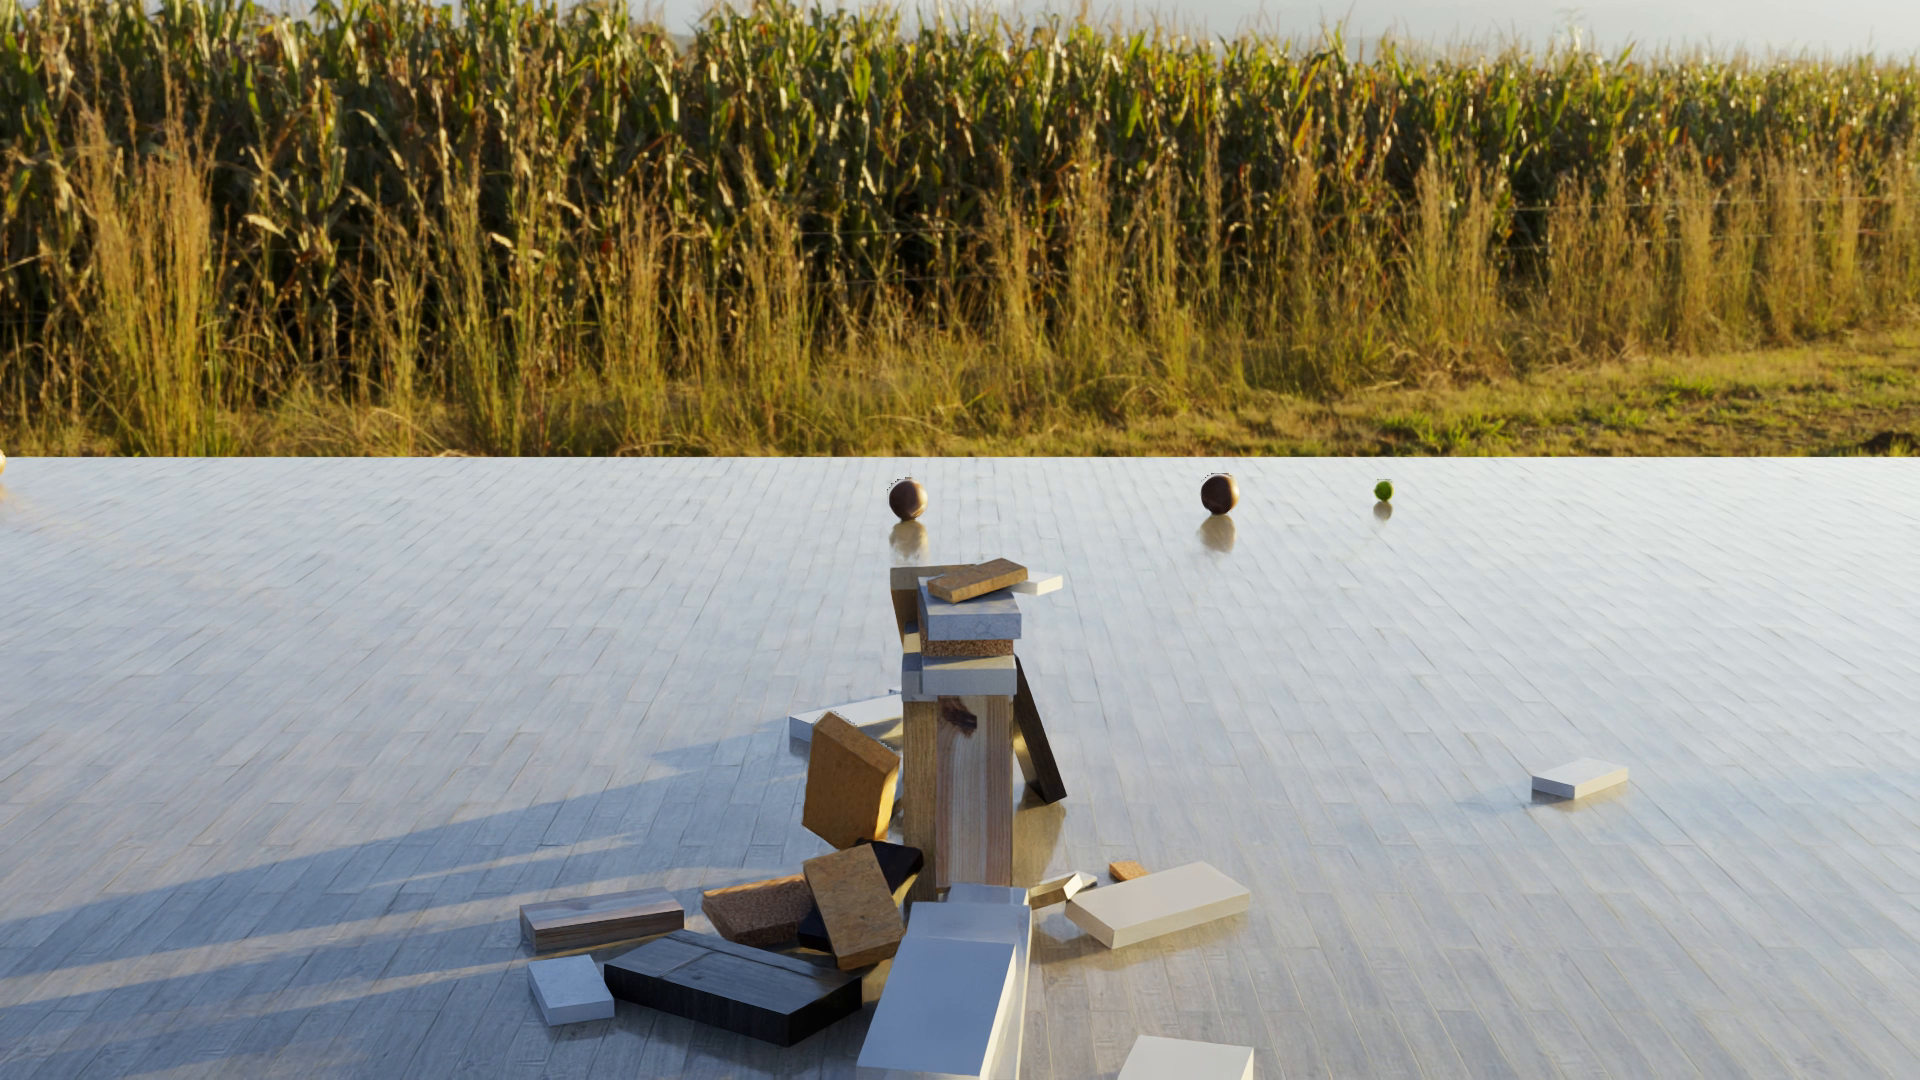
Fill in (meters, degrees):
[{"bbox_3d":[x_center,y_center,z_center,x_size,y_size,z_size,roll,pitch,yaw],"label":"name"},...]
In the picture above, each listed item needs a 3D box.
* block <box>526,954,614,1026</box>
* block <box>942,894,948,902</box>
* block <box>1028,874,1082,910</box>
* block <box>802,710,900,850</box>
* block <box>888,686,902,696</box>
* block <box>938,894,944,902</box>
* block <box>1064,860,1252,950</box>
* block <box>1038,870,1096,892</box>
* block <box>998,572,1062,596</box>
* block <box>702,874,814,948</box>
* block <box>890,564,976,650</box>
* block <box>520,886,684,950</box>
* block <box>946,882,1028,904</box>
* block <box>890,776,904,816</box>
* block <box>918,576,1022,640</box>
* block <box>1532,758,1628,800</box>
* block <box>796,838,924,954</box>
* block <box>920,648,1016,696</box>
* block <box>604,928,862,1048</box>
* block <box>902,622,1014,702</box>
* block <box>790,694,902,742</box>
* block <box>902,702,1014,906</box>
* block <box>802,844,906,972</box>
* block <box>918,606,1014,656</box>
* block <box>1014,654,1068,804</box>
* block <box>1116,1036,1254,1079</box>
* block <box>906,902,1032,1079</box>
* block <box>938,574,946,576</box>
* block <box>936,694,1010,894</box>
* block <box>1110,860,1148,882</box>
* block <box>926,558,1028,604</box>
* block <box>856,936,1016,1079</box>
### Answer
[{"bbox_3d":[-0.572,0.659,3.226,0.094,0.027,0.188,-4,11,-20],"label":"block"},{"bbox_3d":[0.009,0.545,3.365,0.064,0.018,0.129,3,21,8],"label":"block"},{"bbox_3d":[0.119,0.576,3.531,0.144,0.020,0.072,-22,1,24],"label":"block"},{"bbox_3d":[-0.186,0.425,3.705,0.147,0.294,0.042,32,52,17],"label":"block"},{"bbox_3d":[-0.007,0.338,4.915,0.145,0.041,0.291,9,14,40],"label":"block"},{"bbox_3d":[-0.002,0.567,3.391,0.064,0.018,0.129,0,10,0],"label":"block"},{"bbox_3d":[0.320,0.586,3.543,0.294,0.034,0.119,-8,23,-36],"label":"block"},{"bbox_3d":[0.180,0.578,3.698,0.095,0.013,0.047,-9,14,-42],"label":"block"},{"bbox_3d":[0.084,0.065,3.546,0.144,0.020,0.072,7,13,34],"label":"block"},{"bbox_3d":[-0.277,0.587,3.508,0.238,0.034,0.119,-6,28,-30],"label":"block"},{"bbox_3d":[-0.022,0.236,4.099,0.147,0.042,0.794,-3,-26,2],"label":"block"},{"bbox_3d":[-0.572,0.603,3.509,0.238,0.034,0.119,-4,11,-22],"label":"block"},{"bbox_3d":[0.027,0.577,3.213,0.115,0.033,0.229,3,22,9],"label":"block"},{"bbox_3d":[-0.082,0.453,4.116,0.150,0.021,0.075,-38,17,-5],"label":"block"},{"bbox_3d":[0.012,0.106,3.493,0.143,0.040,0.285,-1,11,-4],"label":"block"},{"bbox_3d":[1.207,0.463,4.280,0.188,0.027,0.094,-10,14,-42],"label":"block"},{"bbox_3d":[-0.155,0.564,3.470,0.113,0.032,0.225,7,36,24],"label":"block"},{"bbox_3d":[0.011,0.190,3.486,0.143,0.040,0.285,0,11,-2],"label":"block"},{"bbox_3d":[-0.333,0.650,3.211,0.344,0.049,0.172,7,13,33],"label":"block"},{"bbox_3d":[-0.005,0.200,3.678,0.178,0.050,0.356,0,11,0],"label":"block"},{"bbox_3d":[-0.200,0.384,4.665,0.291,0.041,0.145,-8,13,-38],"label":"block"},{"bbox_3d":[-0.003,0.422,3.599,0.178,0.356,0.050,0,11,0],"label":"block"},{"bbox_3d":[-0.162,0.567,3.404,0.112,0.032,0.225,-14,35,-11],"label":"block"},{"bbox_3d":[0.006,0.134,3.564,0.143,0.040,0.285,-1,11,-2],"label":"block"},{"bbox_3d":[0.118,0.345,4.188,0.042,0.294,0.147,-22,15,-10],"label":"block"},{"bbox_3d":[0.275,0.725,2.822,0.155,0.044,0.310,3,11,16],"label":"block"},{"bbox_3d":[-0.006,0.653,2.899,0.172,0.049,0.601,1,21,4],"label":"block"},{"bbox_3d":[-0.017,0.102,3.753,0.075,0.021,0.150,5,-27,-14],"label":"block"},{"bbox_3d":[0.021,0.380,3.413,0.113,0.340,0.032,0,-26,0],"label":"block"},{"bbox_3d":[0.292,0.569,3.745,0.047,0.013,0.095,-3,11,-15],"label":"block"},{"bbox_3d":[0.028,0.064,3.484,0.144,0.020,0.072,-17,21,-30],"label":"block"},{"bbox_3d":[-0.027,0.620,2.859,0.155,0.044,0.310,3,21,9],"label":"block"}]
